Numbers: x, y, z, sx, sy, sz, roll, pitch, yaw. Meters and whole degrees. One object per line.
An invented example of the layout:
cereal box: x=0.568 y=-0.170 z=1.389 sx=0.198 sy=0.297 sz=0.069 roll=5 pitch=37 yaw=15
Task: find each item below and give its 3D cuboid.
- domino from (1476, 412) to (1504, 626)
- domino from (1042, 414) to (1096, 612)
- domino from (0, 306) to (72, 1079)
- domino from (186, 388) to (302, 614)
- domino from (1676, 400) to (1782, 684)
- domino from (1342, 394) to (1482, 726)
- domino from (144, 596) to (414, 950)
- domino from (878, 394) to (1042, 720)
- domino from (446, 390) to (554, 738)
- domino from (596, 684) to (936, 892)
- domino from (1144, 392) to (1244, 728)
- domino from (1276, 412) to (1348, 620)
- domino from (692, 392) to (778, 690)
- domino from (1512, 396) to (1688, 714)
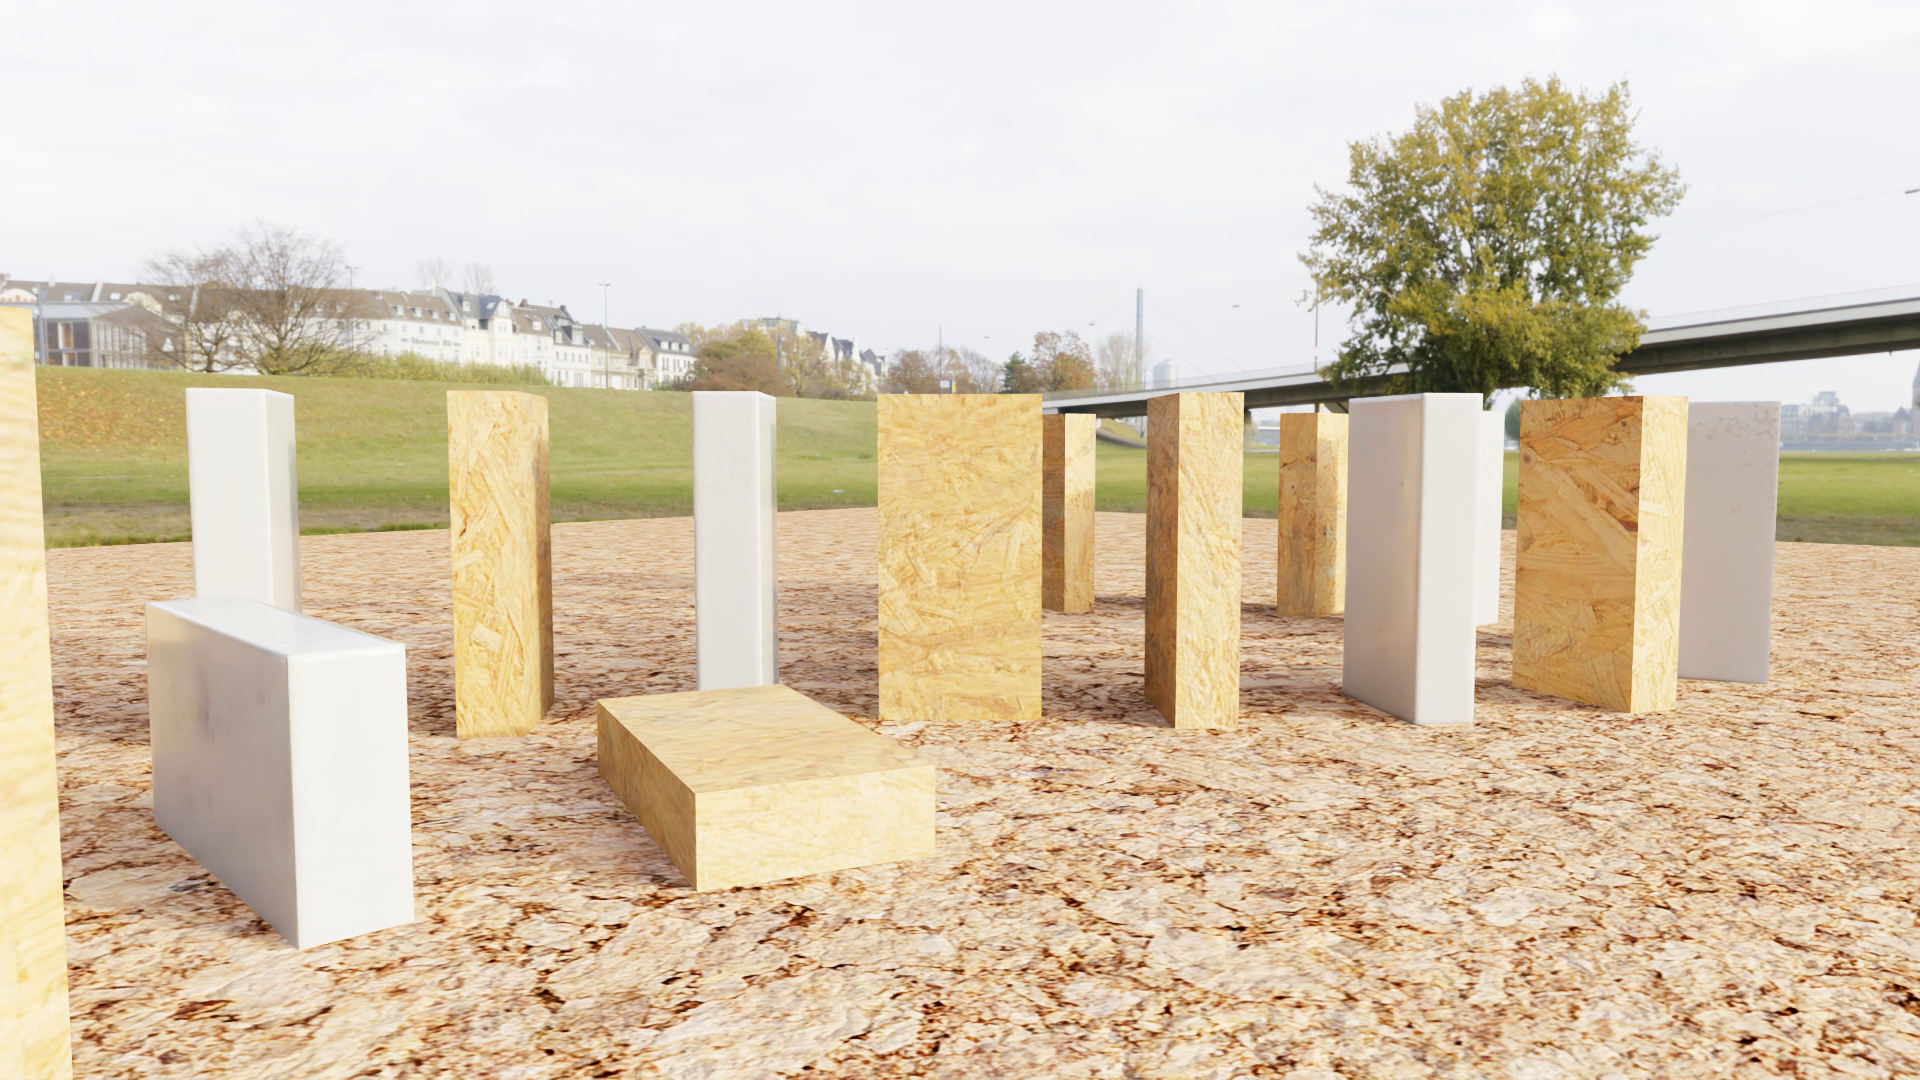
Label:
domino: x=0.115 y=-0.005 z=0.299 sx=0.025 sy=0.050 sz=0.010 roll=-4 pitch=6 yaw=-40
domino: x=0.024 y=-0.008 z=0.336 sx=0.009 sy=0.050 sz=0.025 roll=-3 pitch=5 yaw=-32
domino: x=-0.060 y=0.013 z=0.063 sx=0.009 sy=0.050 sz=0.025 roll=1 pitch=4 yaw=17
domino: x=-0.104 y=0.003 z=0.188 sx=0.010 sy=0.050 sz=0.025 roll=-1 pitch=5 yaw=-19
domino: x=0.134 y=0.000 z=0.235 sx=0.025 sy=0.050 sz=0.010 roll=2 pitch=5 yaw=26
domino: x=0.072 y=0.002 z=0.205 sx=0.010 sy=0.050 sz=0.025 roll=-1 pitch=4 yaw=-8
domino: x=-0.070 y=0.020 z=0.128 sx=0.009 sy=0.025 sz=0.050 roll=-4 pitch=6 yaw=-44
domino: x=0.000 y=0.002 z=0.201 sx=0.025 sy=0.050 sz=0.010 roll=0 pitch=4 yaw=0
domino: x=-0.070 y=0.003 z=0.196 sx=0.009 sy=0.050 sz=0.025 roll=-1 pitch=4 yaw=-8
domino: x=-0.025 y=0.027 z=0.150 sx=0.025 sy=0.010 sz=0.050 roll=-2 pitch=5 yaw=-26
domino: x=0.036 y=0.002 z=0.203 sx=0.009 sy=0.050 sz=0.025 roll=0 pitch=4 yaw=-3
domino: x=0.089 y=-0.007 z=0.323 sx=0.010 sy=0.050 sz=0.025 roll=3 pitch=5 yaw=35
domino: x=-0.034 y=0.003 z=0.199 sx=0.009 sy=0.050 sz=0.025 roll=0 pitch=4 yaw=-2
domino: x=0.106 y=0.001 z=0.214 sx=0.010 sy=0.050 sz=0.025 roll=-2 pitch=5 yaw=-20
